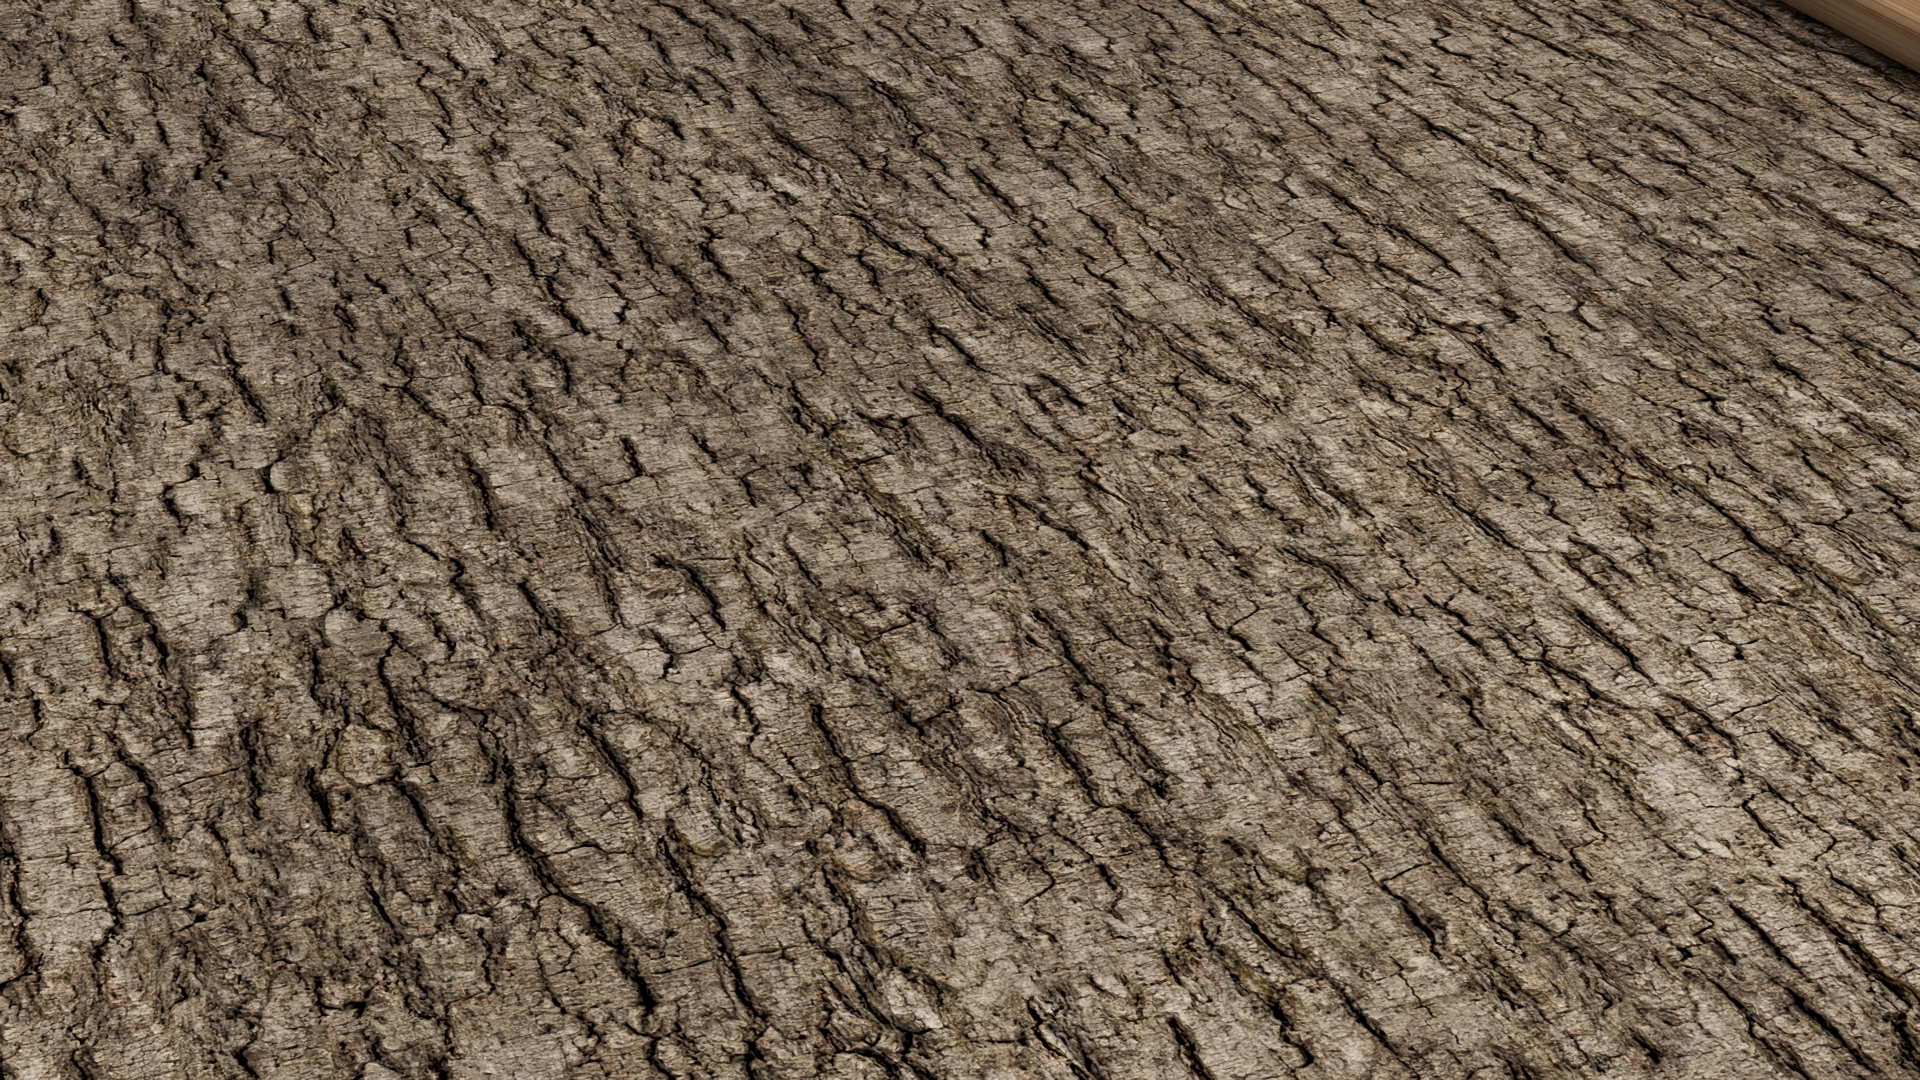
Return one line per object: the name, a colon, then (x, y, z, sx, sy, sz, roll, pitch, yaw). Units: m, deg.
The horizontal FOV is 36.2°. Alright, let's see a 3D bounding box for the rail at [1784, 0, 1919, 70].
rail: (0.635, -0.686, 2.937, 0.045, 0.119, 4.119, -11, 31, -19)
